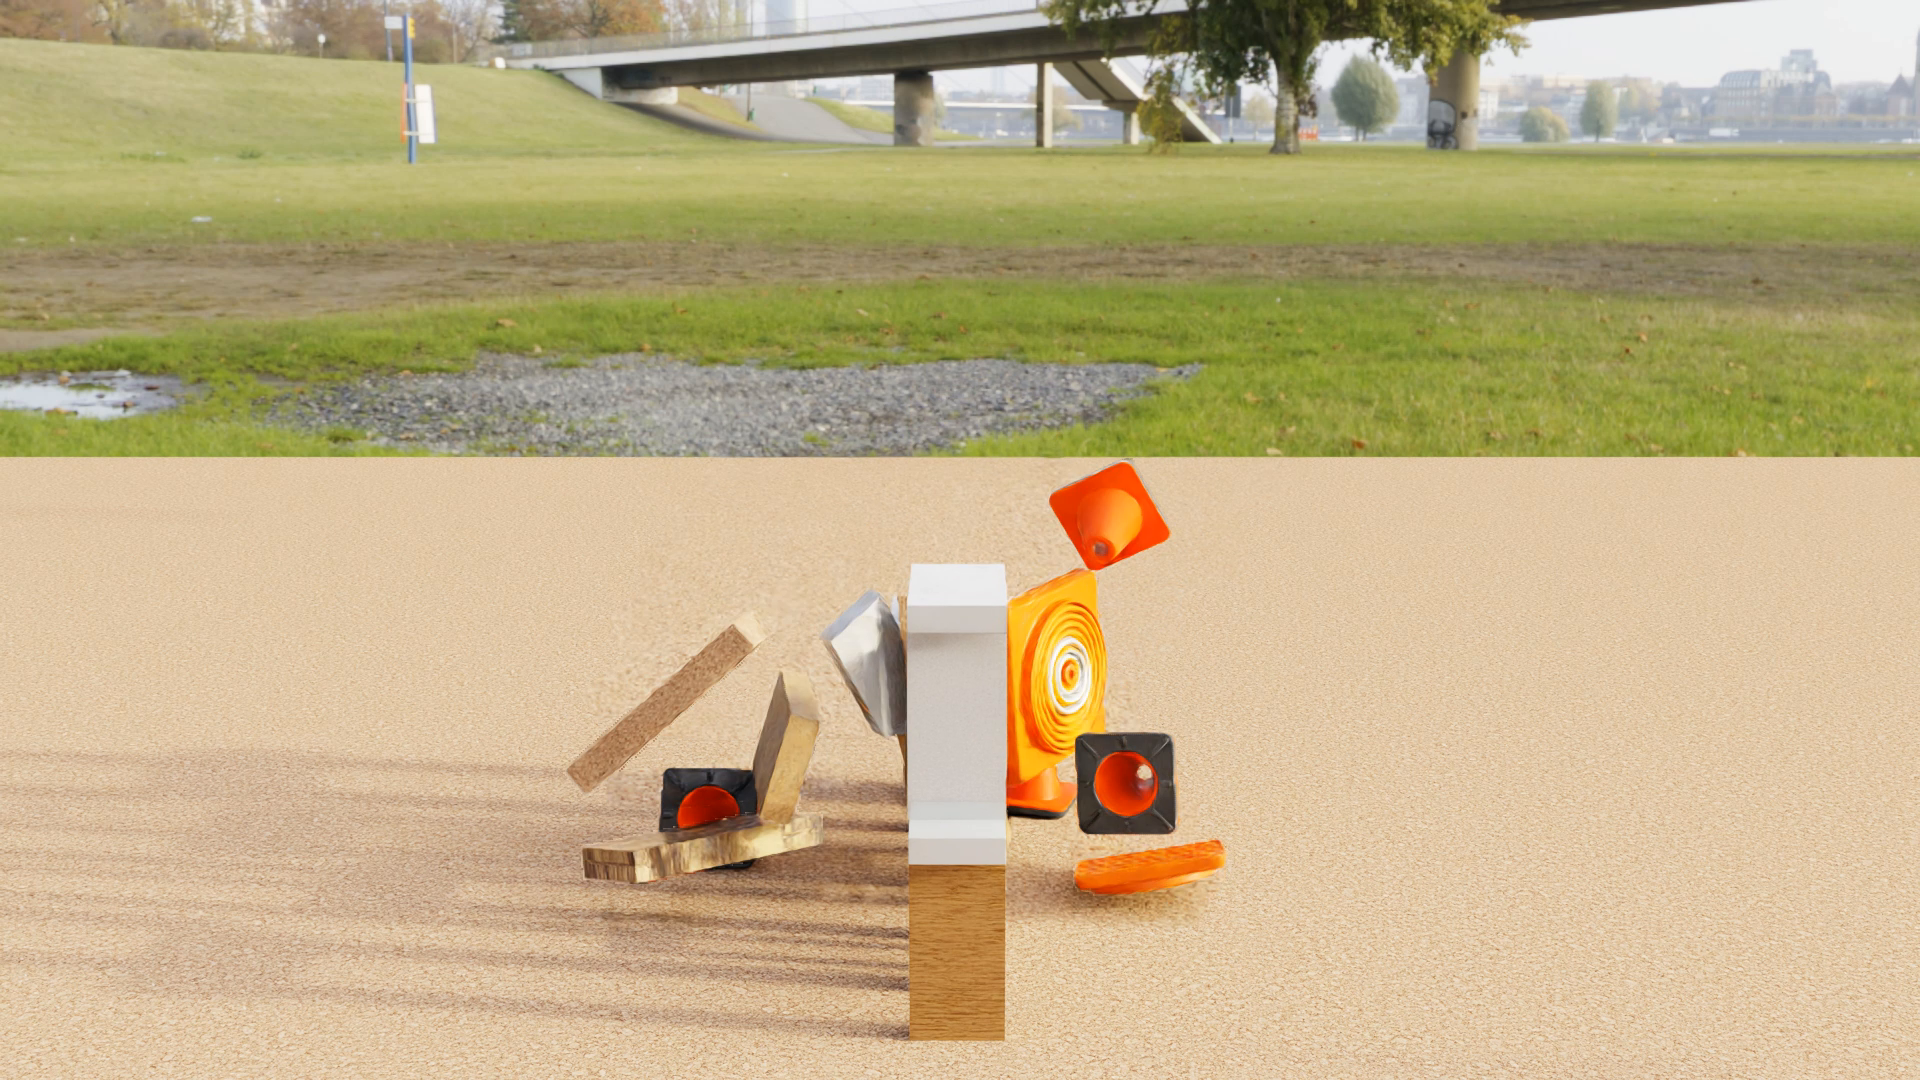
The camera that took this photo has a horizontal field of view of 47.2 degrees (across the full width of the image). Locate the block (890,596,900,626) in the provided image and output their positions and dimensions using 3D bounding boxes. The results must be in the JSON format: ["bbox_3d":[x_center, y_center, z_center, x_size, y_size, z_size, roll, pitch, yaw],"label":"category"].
[{"bbox_3d":[-0.044,0.158,3.991,0.169,0.048,0.338,-2,10,1],"label":"block"}]

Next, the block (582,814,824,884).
[{"bbox_3d":[-0.417,0.498,3.583,0.347,0.049,0.174,-7,0,-37],"label":"block"}]

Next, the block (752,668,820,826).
[{"bbox_3d":[-0.289,0.336,3.634,0.049,0.174,0.347,16,6,-9],"label":"block"}]

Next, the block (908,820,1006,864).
[{"bbox_3d":[-0.004,0.400,3.129,0.133,0.038,0.266,0,11,0],"label":"block"}]

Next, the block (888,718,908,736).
[{"bbox_3d":[-0.031,0.259,3.687,0.146,0.041,0.292,-8,11,11],"label":"block"}]

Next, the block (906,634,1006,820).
[{"bbox_3d":[-0.004,0.253,3.065,0.137,0.274,0.039,0,12,0],"label":"block"}]

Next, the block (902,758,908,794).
[{"bbox_3d":[-0.023,0.319,4.183,0.169,0.338,0.048,-3,23,-8],"label":"block"}]

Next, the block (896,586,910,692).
[{"bbox_3d":[-0.030,0.209,3.470,0.112,0.298,0.032,-6,26,-2],"label":"block"}]

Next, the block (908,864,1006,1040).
[{"bbox_3d":[-0.004,0.566,3.069,0.133,0.266,0.038,0,11,0],"label":"block"}]

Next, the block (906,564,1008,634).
[{"bbox_3d":[-0.003,0.081,3.123,0.137,0.039,0.274,0,11,0],"label":"block"}]

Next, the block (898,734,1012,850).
[{"bbox_3d":[-0.013,0.408,3.803,0.146,0.292,0.041,-6,26,14],"label":"block"}]

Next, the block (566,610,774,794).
[{"bbox_3d":[-0.448,0.249,3.417,0.347,0.049,0.174,-41,1,7],"label":"block"}]

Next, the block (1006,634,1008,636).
[{"bbox_3d":[-0.003,0.222,3.226,0.137,0.274,0.039,-1,16,-7],"label":"block"}]

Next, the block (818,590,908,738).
[{"bbox_3d":[-0.130,0.196,3.462,0.112,0.223,0.032,-42,40,-20],"label":"block"}]
